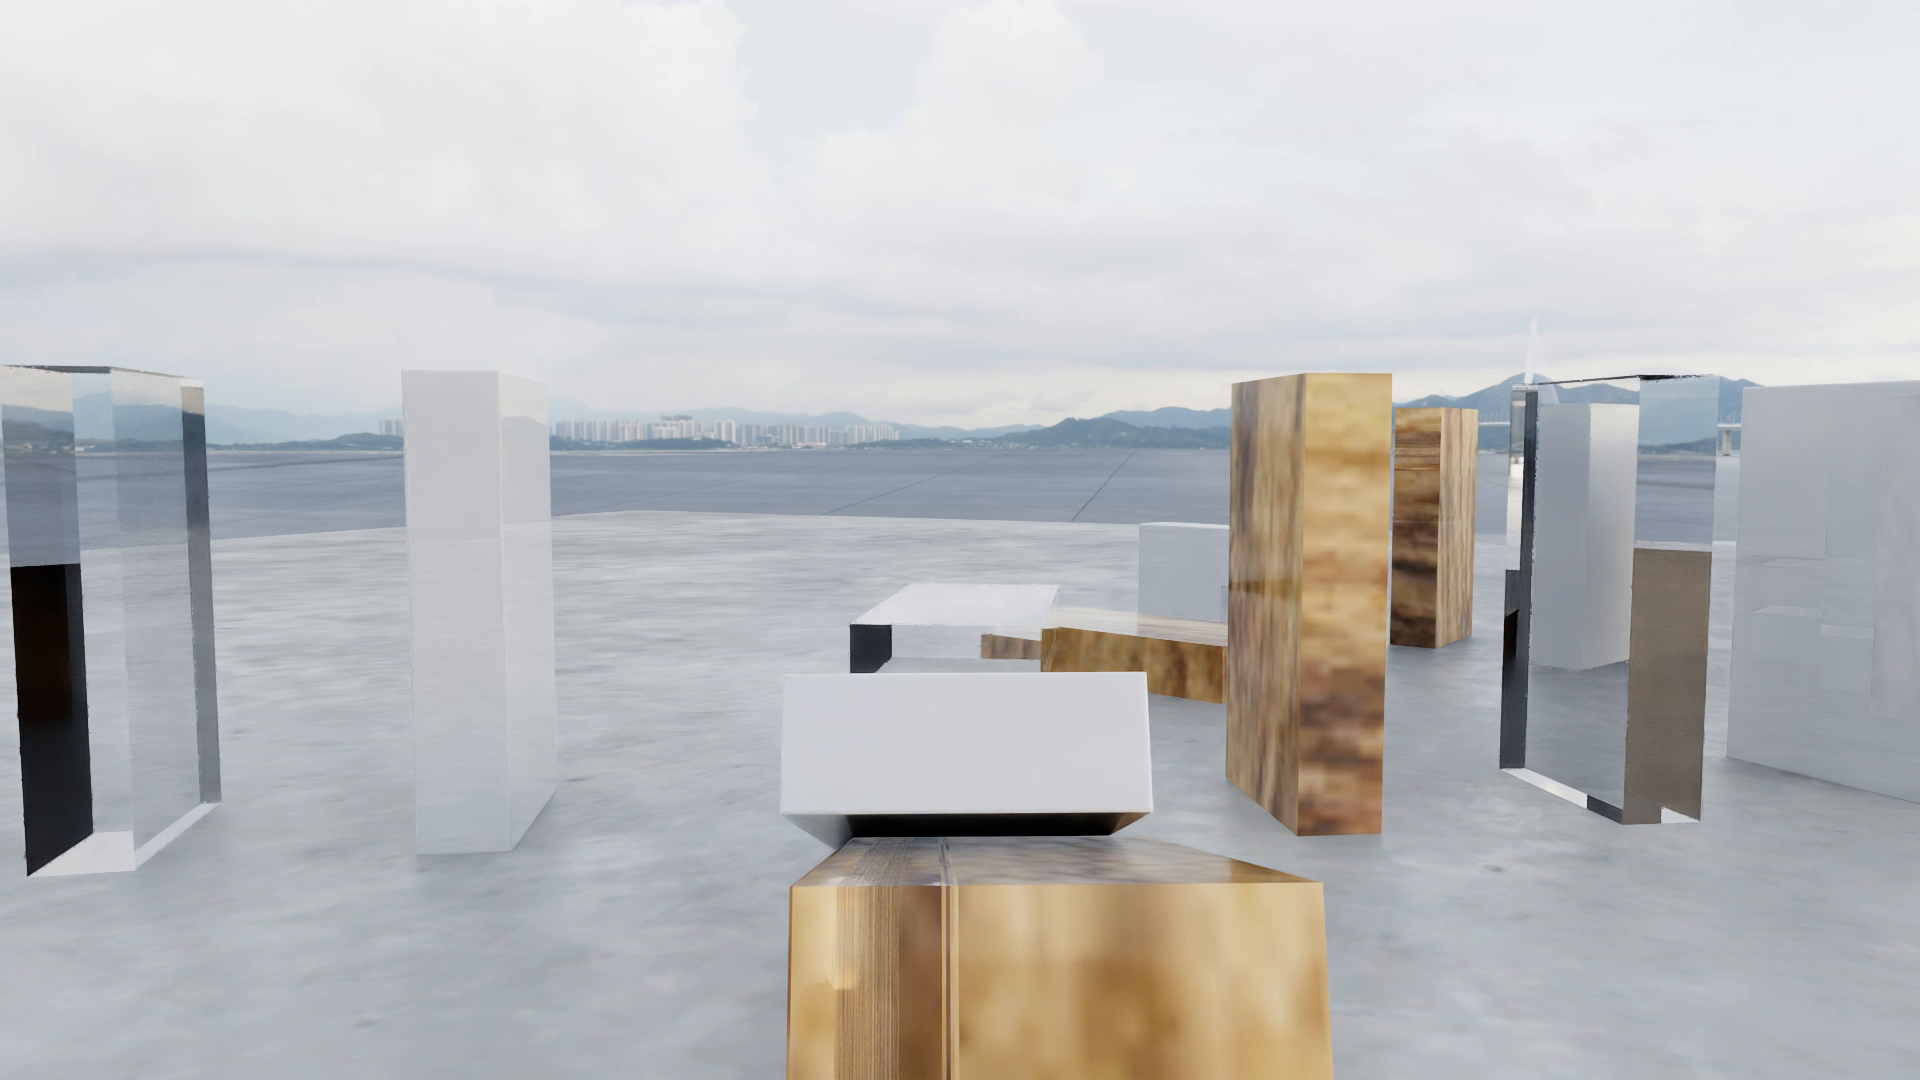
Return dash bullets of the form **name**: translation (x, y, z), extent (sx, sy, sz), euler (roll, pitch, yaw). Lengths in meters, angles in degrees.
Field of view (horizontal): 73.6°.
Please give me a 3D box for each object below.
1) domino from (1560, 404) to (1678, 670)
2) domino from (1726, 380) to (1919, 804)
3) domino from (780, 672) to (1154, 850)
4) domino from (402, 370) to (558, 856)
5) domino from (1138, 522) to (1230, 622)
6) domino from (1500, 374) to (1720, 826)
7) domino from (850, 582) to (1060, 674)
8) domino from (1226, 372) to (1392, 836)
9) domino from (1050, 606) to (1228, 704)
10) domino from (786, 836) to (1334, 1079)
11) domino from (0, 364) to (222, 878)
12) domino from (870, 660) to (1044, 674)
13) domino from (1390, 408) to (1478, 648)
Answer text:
- **domino**: translation (0.129, -0.001, 0.252), extent (0.025, 0.050, 0.010), euler (-3, 6, -39)
- **domino**: translation (0.113, 0.005, 0.163), extent (0.010, 0.050, 0.025), euler (-2, 5, -22)
- **domino**: translation (0.000, 0.021, 0.111), extent (0.025, 0.009, 0.050), euler (0, -17, -1)
- **domino**: translation (-0.053, 0.007, 0.144), extent (0.009, 0.050, 0.025), euler (-1, 4, -7)
- **domino**: translation (0.060, 0.010, 0.269), extent (0.050, 0.025, 0.010), euler (4, 6, 44)
- **domino**: translation (0.077, 0.006, 0.154), extent (0.009, 0.050, 0.025), euler (-1, 4, -8)
- **domino**: translation (0.001, 0.014, 0.191), extent (0.025, 0.009, 0.050), euler (1, 4, 7)
- **domino**: translation (0.040, 0.006, 0.150), extent (0.009, 0.050, 0.025), euler (0, 4, -6)
- **domino**: translation (0.033, 0.020, 0.236), extent (0.050, 0.009, 0.025), euler (4, 6, 42)
- **domino**: translation (0.004, 0.025, 0.084), extent (0.025, 0.009, 0.050), euler (0, -10, -1)
- **domino**: translation (-0.090, 0.007, 0.137), extent (0.010, 0.050, 0.025), euler (-1, 4, -12)
- **domino**: translation (-0.002, 0.025, 0.171), extent (0.025, 0.009, 0.050), euler (0, 4, 4)
- **domino**: translation (0.103, -0.003, 0.278), extent (0.010, 0.050, 0.025), euler (3, 5, 38)
